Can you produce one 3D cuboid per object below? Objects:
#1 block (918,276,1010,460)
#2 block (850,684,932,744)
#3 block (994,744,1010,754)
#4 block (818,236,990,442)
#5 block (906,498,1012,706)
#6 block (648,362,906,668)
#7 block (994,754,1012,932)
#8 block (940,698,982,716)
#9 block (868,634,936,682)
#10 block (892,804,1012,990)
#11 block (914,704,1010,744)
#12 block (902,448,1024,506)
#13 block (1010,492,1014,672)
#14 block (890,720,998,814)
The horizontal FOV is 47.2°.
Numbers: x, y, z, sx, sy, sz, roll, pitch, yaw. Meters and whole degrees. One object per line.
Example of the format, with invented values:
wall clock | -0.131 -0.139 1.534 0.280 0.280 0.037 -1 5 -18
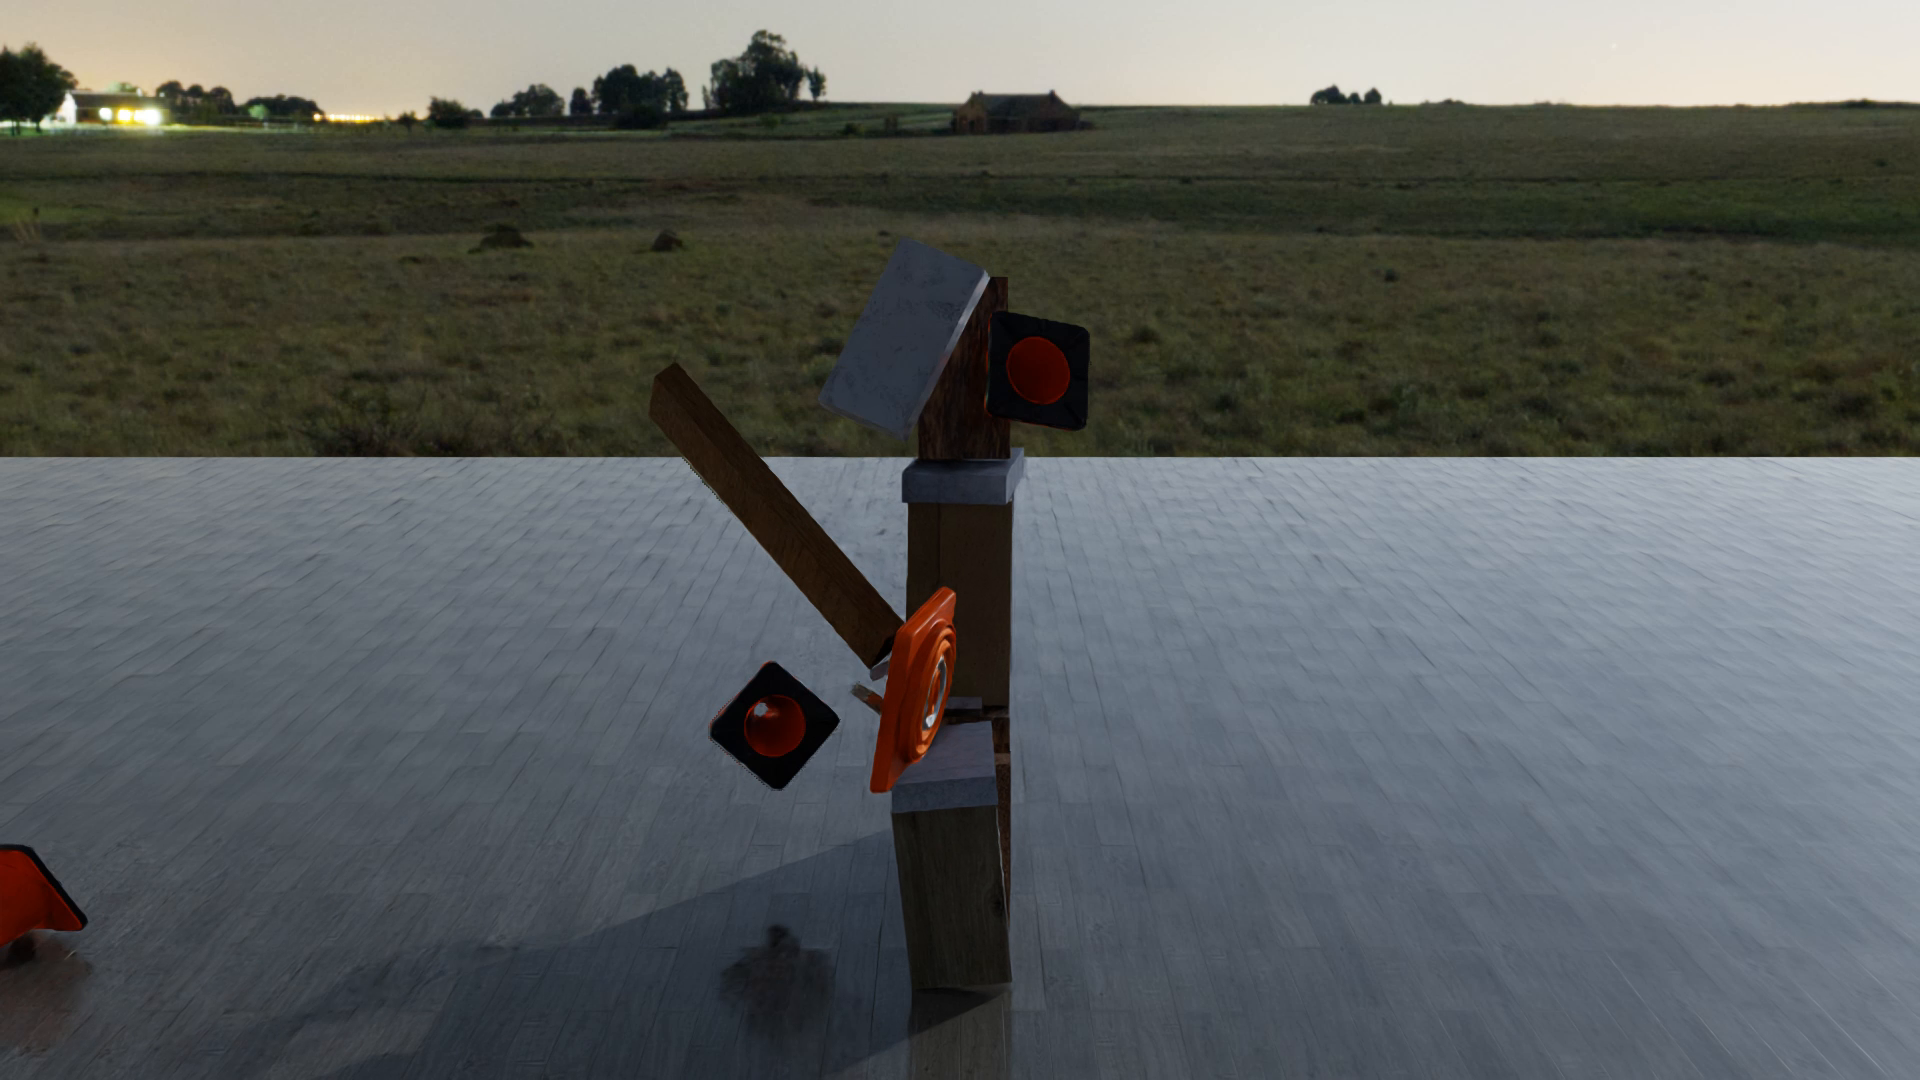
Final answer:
block | 0.005 -0.279 3.580 0.148 0.296 0.042 0 0 -4
block | -0.104 0.261 3.305 0.122 0.017 0.061 38 -10 -25
block | 0.002 0.459 3.552 0.149 0.299 0.042 1 11 0
block | -0.087 -0.314 3.430 0.148 0.296 0.042 24 -11 15
block | -0.001 0.098 3.534 0.166 0.331 0.047 1 9 3
block | -0.285 -0.036 3.360 0.042 0.534 0.148 -38 -9 -21
block | 0.004 0.480 3.433 0.149 0.299 0.042 0 17 0
block | 0.002 0.259 3.415 0.061 0.017 0.122 0 -10 -1
block | -0.088 0.178 3.316 0.061 0.017 0.122 -30 0 24
block | -0.010 0.514 3.220 0.149 0.299 0.042 -4 22 3
block | 0.004 0.273 3.619 0.149 0.042 0.299 1 11 0
block | 0.008 -0.109 3.615 0.166 0.047 0.331 2 10 6
block | 0.007 0.059 3.758 0.166 0.331 0.047 1 7 1
block | -0.023 0.333 3.257 0.149 0.042 0.299 -5 10 0
